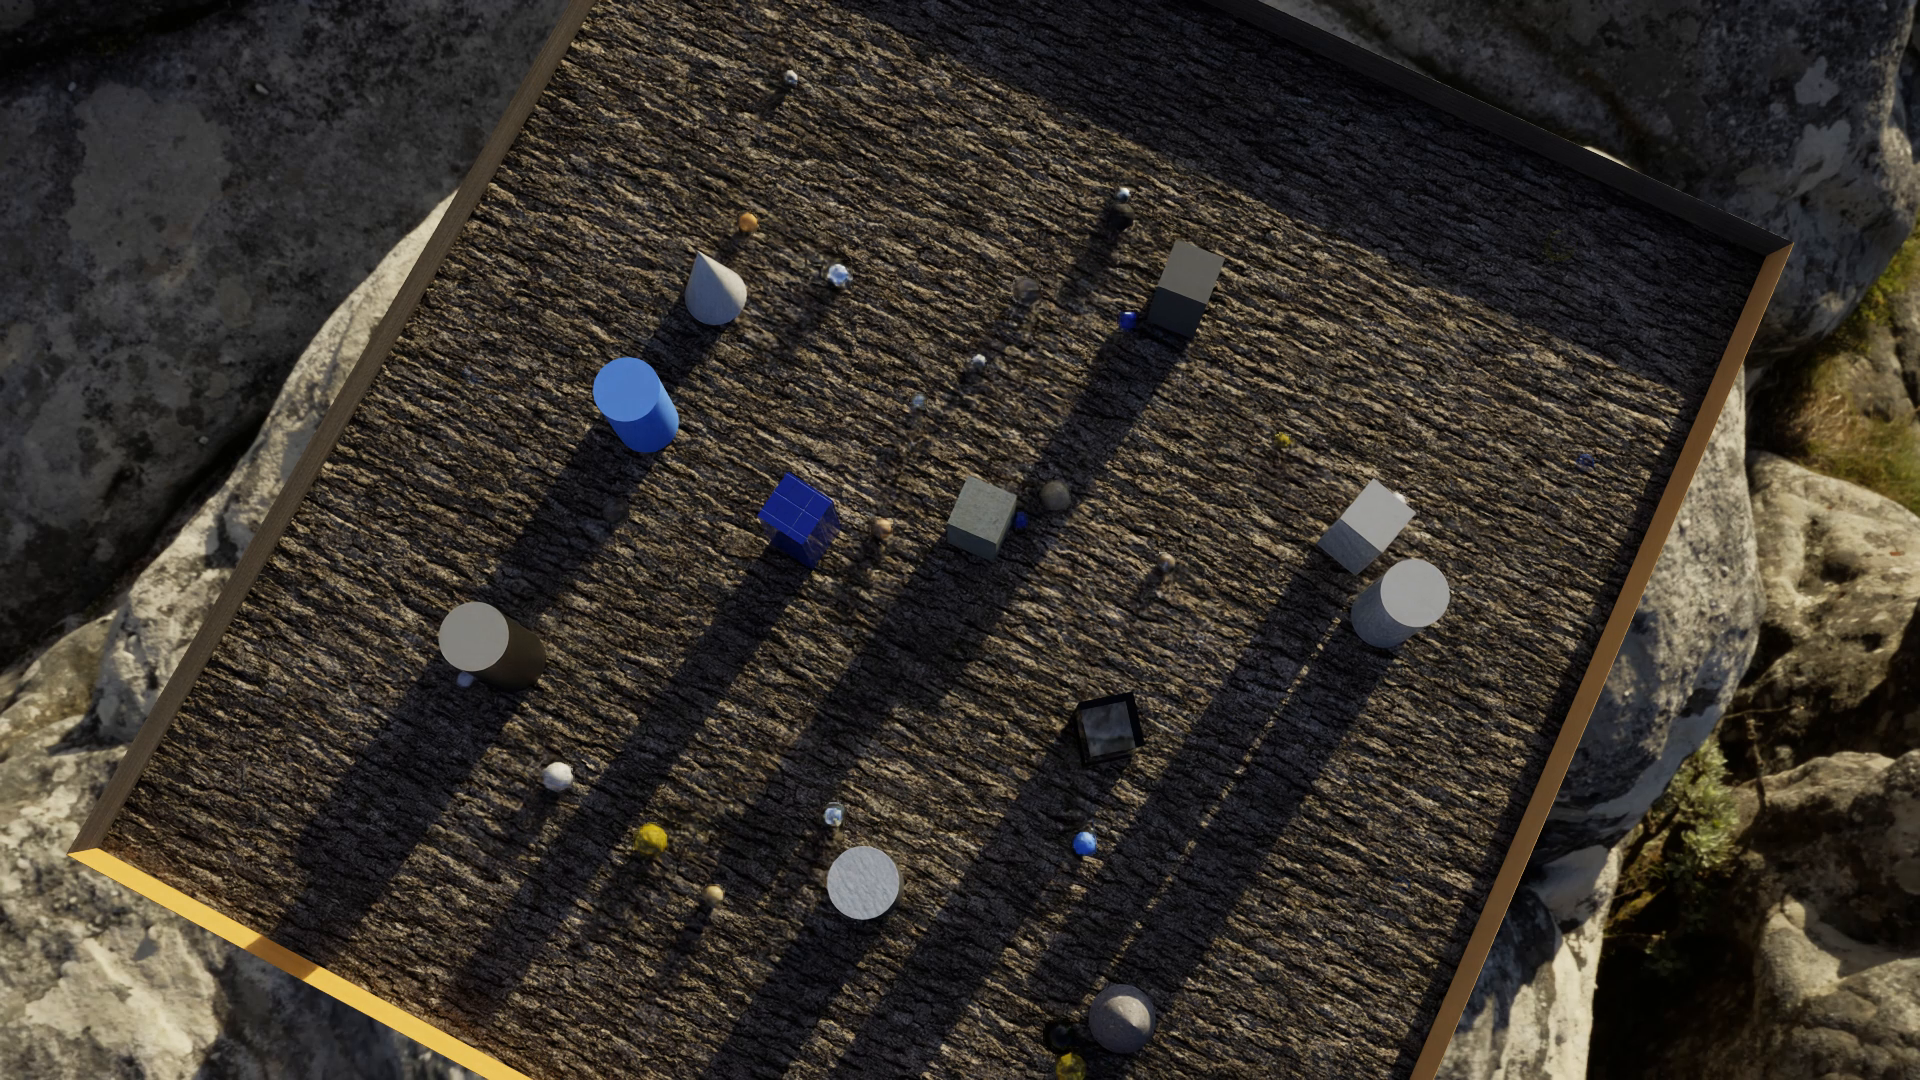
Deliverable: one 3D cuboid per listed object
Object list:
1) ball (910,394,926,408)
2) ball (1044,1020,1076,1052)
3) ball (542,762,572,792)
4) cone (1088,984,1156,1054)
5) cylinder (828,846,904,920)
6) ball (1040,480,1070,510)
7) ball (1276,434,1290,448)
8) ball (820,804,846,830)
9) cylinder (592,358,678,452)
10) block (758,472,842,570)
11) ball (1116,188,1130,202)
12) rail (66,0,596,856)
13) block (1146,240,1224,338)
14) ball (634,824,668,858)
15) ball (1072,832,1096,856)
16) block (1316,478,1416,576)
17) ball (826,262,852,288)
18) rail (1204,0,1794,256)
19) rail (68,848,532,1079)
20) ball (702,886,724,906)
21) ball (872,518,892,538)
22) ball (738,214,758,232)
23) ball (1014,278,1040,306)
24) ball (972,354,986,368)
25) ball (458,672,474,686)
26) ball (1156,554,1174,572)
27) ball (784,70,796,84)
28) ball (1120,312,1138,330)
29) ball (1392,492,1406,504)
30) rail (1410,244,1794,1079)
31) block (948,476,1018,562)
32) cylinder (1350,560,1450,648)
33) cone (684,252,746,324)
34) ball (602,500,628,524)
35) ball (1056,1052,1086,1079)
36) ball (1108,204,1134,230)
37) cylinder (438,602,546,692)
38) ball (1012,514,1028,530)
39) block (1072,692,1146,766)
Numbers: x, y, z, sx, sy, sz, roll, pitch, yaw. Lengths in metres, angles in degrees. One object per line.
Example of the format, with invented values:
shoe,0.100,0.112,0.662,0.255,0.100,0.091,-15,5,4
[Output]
ball,-0.129,-0.430,5.682,0.047,0.047,0.047,0,78,0
ball,0.289,1.428,5.276,0.089,0.089,0.089,0,78,0
ball,-1.192,0.702,5.427,0.087,0.087,0.087,0,78,0
cone,0.472,1.355,5.147,0.195,0.370,0.195,0,78,0
cylinder,-0.262,0.973,5.177,0.195,0.466,0.195,0,78,0
ball,0.289,-0.135,5.598,0.092,0.092,0.092,0,78,0
ball,0.998,-0.303,5.657,0.043,0.043,0.043,0,78,0
ball,-0.375,0.816,5.410,0.074,0.074,0.074,0,78,0
cylinder,-0.971,-0.402,5.514,0.195,0.364,0.195,0,78,0
block,-0.472,-0.052,5.429,0.156,0.389,0.156,33,80,6
ball,0.518,-1.096,5.821,0.045,0.045,0.045,0,78,0
rail,-1.673,-0.813,5.719,0.045,0.127,3.986,26,80,5
block,0.688,-0.763,5.606,0.156,0.329,0.156,22,79,4
ball,-0.908,0.886,5.383,0.098,0.098,0.098,0,78,0
ball,0.365,0.893,5.397,0.068,0.068,0.068,0,78,0
block,1.200,-0.034,5.438,0.156,0.363,0.156,40,81,8
ball,-0.382,-0.830,5.746,0.083,0.083,0.083,0,78,0
rail,0.881,-1.718,5.906,3.789,0.127,0.045,26,80,5
rail,-0.881,1.731,5.192,3.789,0.127,0.045,26,80,5
ball,-0.723,1.043,5.370,0.060,0.060,0.060,0,78,0
ball,-0.237,-0.034,5.593,0.060,0.060,0.060,0,78,0
ball,-0.670,-1.003,5.794,0.059,0.059,0.059,0,78,0
ball,0.210,-0.778,5.733,0.087,0.087,0.087,0,78,0
ball,0.060,-0.556,5.709,0.044,0.044,0.044,0,78,0
ball,-1.485,0.416,5.506,0.048,0.048,0.048,0,78,0
ball,0.625,0.069,5.574,0.056,0.056,0.056,0,78,0
ball,-0.547,-1.490,5.903,0.044,0.044,0.044,0,78,0
ball,0.528,-0.686,5.729,0.057,0.057,0.057,0,78,0
ball,1.326,-0.111,5.602,0.073,0.073,0.073,0,78,0
rail,1.673,0.826,5.380,0.045,0.127,3.986,26,80,5
block,0.065,-0.060,5.482,0.156,0.287,0.156,23,79,5
cylinder,1.285,0.190,5.372,0.195,0.402,0.195,0,78,0
cone,-0.771,-0.811,5.583,0.195,0.395,0.195,0,78,0
ball,-1.054,-0.087,5.597,0.075,0.075,0.075,0,78,0
ball,0.318,1.518,5.257,0.089,0.089,0.089,0,78,0
ball,0.509,-1.021,5.785,0.084,0.084,0.084,0,78,0
cylinder,-1.349,0.315,5.312,0.195,0.469,0.195,0,78,0
ball,0.184,-0.056,5.596,0.047,0.047,0.047,0,78,0
block,0.427,0.552,5.320,0.156,0.357,0.156,-11,79,-2
